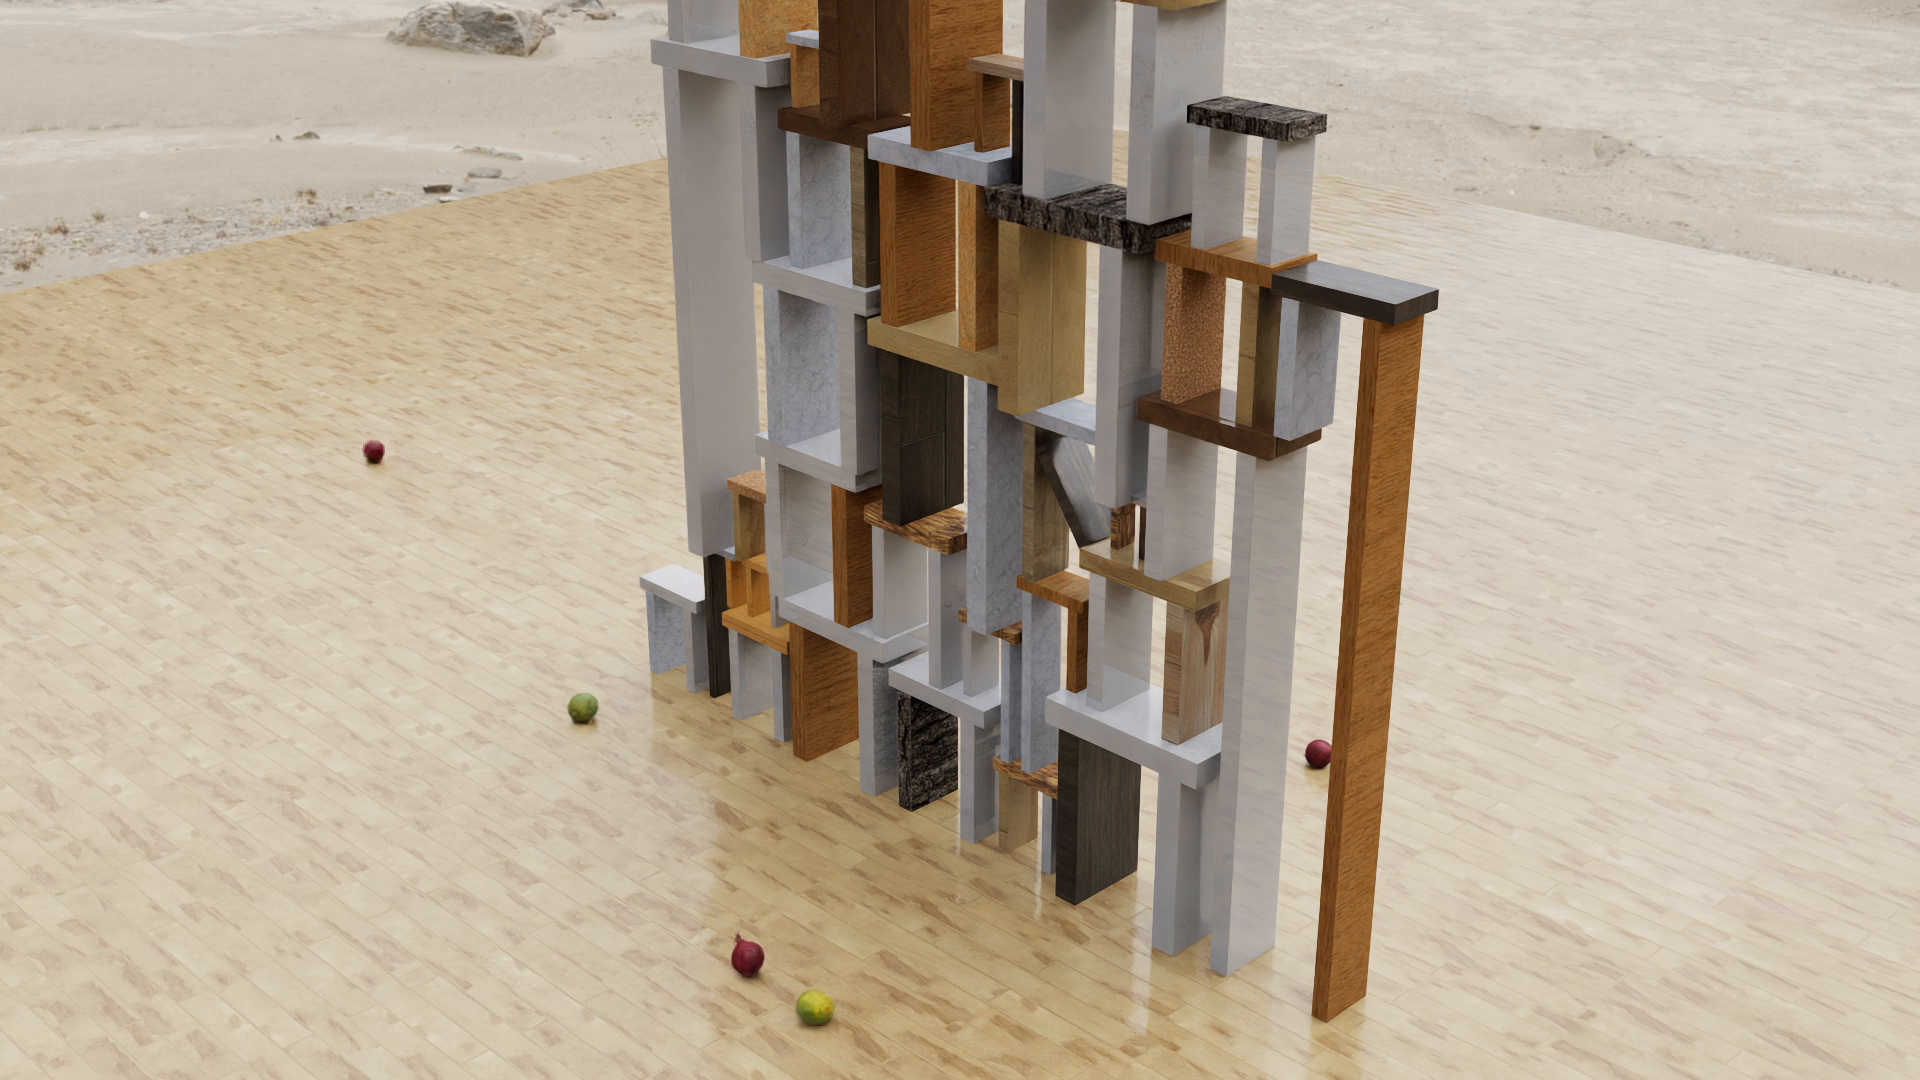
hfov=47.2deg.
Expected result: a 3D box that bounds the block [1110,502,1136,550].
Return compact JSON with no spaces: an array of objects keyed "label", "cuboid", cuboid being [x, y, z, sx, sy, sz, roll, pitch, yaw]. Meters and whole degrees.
[{"label":"block","cuboid":[0.289,-0.037,3.895,0.014,0.099,0.050,21,31,40]}]

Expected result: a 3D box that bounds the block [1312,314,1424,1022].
[{"label":"block","cuboid":[0.662,0.233,3.597,0.033,1.261,0.115,21,31,41]}]

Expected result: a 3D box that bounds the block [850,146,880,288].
[{"label":"block","cuboid":[-0.143,-0.616,4.121,0.037,0.264,0.132,21,31,41]}]

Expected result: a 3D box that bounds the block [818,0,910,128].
[{"label":"block","cuboid":[-0.174,-0.948,4.010,0.051,0.360,0.180,21,31,40]}]

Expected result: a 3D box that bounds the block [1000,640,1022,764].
[{"label":"block","cuboid":[0.113,0.299,4.223,0.076,0.259,0.022,-21,31,-41]}]

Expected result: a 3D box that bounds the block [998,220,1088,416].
[{"label":"block","cuboid":[0.146,-0.409,3.882,0.174,0.347,0.049,-21,31,-40]}]

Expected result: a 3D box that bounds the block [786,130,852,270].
[{"label":"block","cuboid":[-0.268,-0.665,4.236,0.132,0.264,0.037,-20,31,-39]}]

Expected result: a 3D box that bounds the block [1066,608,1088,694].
[{"label":"block","cuboid":[0.234,0.192,4.049,0.083,0.166,0.023,-21,31,-41]}]

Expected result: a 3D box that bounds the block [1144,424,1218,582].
[{"label":"block","cuboid":[0.381,-0.081,3.770,0.039,0.278,0.139,21,31,41]}]

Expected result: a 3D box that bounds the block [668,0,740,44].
[{"label":"block","cuboid":[-0.497,-1.138,4.276,0.045,0.319,0.159,21,31,40]}]

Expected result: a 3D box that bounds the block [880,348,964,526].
[{"label":"block","cuboid":[-0.071,-0.216,4.213,0.049,0.346,0.173,21,31,41]}]

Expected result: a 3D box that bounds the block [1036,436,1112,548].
[{"label":"block","cuboid":[0.216,-0.091,3.957,0.098,0.195,0.028,-21,-4,-41]}]

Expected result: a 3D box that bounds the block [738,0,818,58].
[{"label":"block","cuboid":[-0.345,-1.080,4.139,0.045,0.319,0.159,21,31,40]}]

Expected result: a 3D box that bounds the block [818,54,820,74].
[{"label":"block","cuboid":[-0.235,-0.861,4.111,0.017,0.120,0.060,21,31,40]}]

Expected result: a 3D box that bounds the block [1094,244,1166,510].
[{"label":"block","cuboid":[0.309,-0.294,3.754,0.049,0.457,0.174,21,31,40]}]

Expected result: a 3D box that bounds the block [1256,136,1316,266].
[{"label":"block","cuboid":[0.510,-0.537,3.444,0.028,0.198,0.099,21,31,40]}]

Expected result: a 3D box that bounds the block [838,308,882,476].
[{"label":"block","cuboid":[-0.158,-0.305,4.261,0.046,0.327,0.163,21,31,41]}]

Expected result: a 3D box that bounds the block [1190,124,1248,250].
[{"label":"block","cuboid":[0.417,-0.574,3.529,0.028,0.198,0.099,21,31,40]}]

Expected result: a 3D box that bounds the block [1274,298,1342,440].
[{"label":"block","cuboid":[0.554,-0.284,3.496,0.115,0.230,0.033,-21,31,-41]}]

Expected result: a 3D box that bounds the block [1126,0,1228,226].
[{"label":"block","cuboid":[0.349,-0.698,3.549,0.049,0.346,0.173,22,31,40]}]

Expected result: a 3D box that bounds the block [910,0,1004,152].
[{"label":"block","cuboid":[-0.006,-0.880,3.854,0.180,0.364,0.051,-21,31,-40]}]

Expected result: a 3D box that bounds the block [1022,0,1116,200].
[{"label":"block","cuboid":[0.184,-0.762,3.700,0.049,0.347,0.173,21,31,40]}]

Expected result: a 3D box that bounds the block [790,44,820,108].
[{"label":"block","cuboid":[-0.292,-0.883,4.163,0.017,0.120,0.060,21,31,40]}]

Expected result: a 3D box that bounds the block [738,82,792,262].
[{"label":"block","cuboid":[-0.344,-0.730,4.286,0.049,0.344,0.172,21,31,40]}]

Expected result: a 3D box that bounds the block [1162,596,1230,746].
[{"label":"block","cuboid":[0.416,0.215,3.866,0.038,0.266,0.133,21,31,41]}]

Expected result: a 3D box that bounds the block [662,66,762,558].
[{"label":"block","cuboid":[-0.507,-0.471,4.569,0.049,1.040,0.172,21,31,40]}]

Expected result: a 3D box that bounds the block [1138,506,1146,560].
[{"label":"block","cuboid":[0.336,-0.019,3.853,0.014,0.099,0.049,21,31,41]}]

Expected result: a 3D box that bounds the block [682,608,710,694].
[{"label":"block","cuboid":[-0.570,0.234,4.950,0.029,0.203,0.101,21,31,41]}]

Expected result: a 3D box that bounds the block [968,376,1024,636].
[{"label":"block","cuboid":[0.092,-0.082,4.093,0.173,0.500,0.049,-21,31,-40]}]

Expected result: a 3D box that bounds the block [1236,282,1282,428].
[{"label":"block","cuboid":[0.501,-0.312,3.555,0.118,0.237,0.034,-21,31,-41]}]

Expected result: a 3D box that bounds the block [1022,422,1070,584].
[{"label":"block","cuboid":[0.158,-0.081,4.023,0.028,0.310,0.098,21,31,41]}]

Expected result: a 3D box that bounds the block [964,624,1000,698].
[{"label":"block","cuboid":[0.041,0.222,4.268,0.076,0.152,0.022,-21,31,-41]}]

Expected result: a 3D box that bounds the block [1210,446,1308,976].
[{"label":"block","cuboid":[0.511,0.298,3.789,0.039,0.991,0.139,21,31,41]}]

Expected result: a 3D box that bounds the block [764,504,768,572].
[{"label":"block","cuboid":[-0.372,-0.011,4.619,0.078,0.156,0.022,-21,31,-41]}]

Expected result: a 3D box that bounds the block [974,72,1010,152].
[{"label":"block","cuboid":[0.057,-0.753,3.841,0.020,0.140,0.070,21,31,41]}]

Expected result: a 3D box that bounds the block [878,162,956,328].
[{"label":"block","cuboid":[-0.077,-0.559,4.064,0.152,0.304,0.043,-21,31,-40]}]

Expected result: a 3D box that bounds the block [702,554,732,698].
[{"label":"block","cuboid":[-0.535,0.178,4.878,0.017,0.363,0.058,21,31,40]}]

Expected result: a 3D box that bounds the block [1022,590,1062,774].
[{"label":"block","cuboid":[0.154,0.259,4.164,0.023,0.378,0.083,21,31,41]}]

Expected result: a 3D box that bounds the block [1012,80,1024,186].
[{"label":"block","cuboid":[0.121,-0.706,3.783,0.070,0.180,0.020,-21,31,-40]}]

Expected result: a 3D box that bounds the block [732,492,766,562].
[{"label":"block","cuboid":[-0.446,-0.040,4.687,0.078,0.156,0.022,-21,30,-40]}]

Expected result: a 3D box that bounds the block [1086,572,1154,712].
[{"label":"block","cuboid":[0.290,0.166,3.982,0.038,0.266,0.133,21,31,41]}]

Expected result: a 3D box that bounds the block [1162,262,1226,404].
[{"label":"block","cuboid":[0.390,-0.356,3.657,0.034,0.237,0.118,21,31,40]}]

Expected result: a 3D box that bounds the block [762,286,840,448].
[{"label":"block","cuboid":[-0.312,-0.365,4.403,0.046,0.327,0.163,21,31,40]}]

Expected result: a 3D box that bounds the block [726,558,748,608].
[{"label":"block","cuboid":[-0.480,0.086,4.780,0.017,0.117,0.058,21,31,41]}]

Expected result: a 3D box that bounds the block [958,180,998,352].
[{"label":"block","cuboid":[0.066,-0.503,3.931,0.152,0.304,0.043,-21,31,-40]}]

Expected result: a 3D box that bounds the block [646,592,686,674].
[{"label":"block","cuboid":[-0.666,0.197,5.038,0.029,0.203,0.101,21,31,41]}]
